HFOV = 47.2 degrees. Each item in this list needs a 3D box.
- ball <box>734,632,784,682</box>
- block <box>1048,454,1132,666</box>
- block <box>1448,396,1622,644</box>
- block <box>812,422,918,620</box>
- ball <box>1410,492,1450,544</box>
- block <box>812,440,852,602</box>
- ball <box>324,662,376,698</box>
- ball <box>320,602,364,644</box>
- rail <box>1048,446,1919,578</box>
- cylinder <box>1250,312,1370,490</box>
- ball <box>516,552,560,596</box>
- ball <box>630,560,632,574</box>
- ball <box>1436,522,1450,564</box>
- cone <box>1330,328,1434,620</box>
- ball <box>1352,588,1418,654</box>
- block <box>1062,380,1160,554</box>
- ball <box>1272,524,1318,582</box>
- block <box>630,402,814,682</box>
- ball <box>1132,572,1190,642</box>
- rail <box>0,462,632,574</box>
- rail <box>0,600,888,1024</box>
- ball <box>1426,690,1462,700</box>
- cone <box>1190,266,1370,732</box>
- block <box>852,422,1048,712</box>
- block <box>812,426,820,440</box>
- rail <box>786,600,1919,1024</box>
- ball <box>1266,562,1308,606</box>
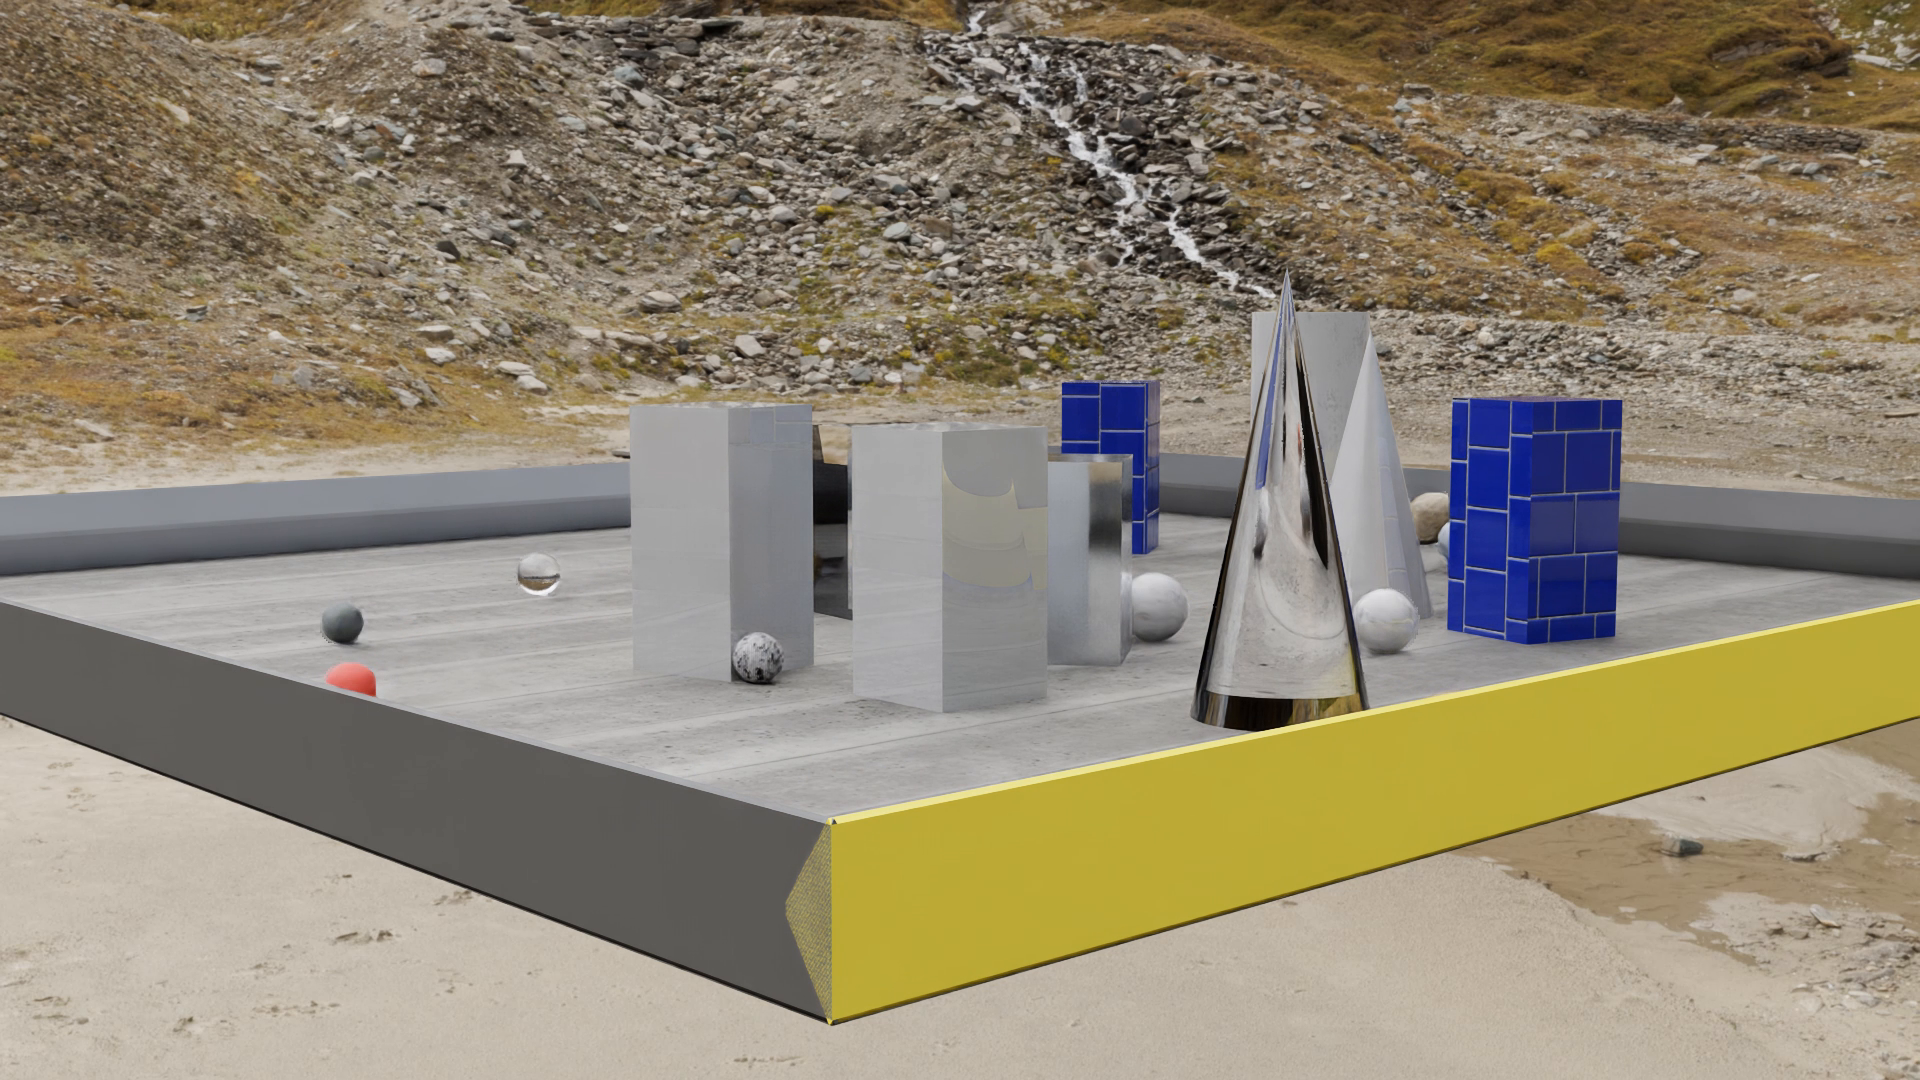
[{"bbox_3d":[-0.241,0.141,2.642,0.061,0.061,0.061,0,6,0],"label":"ball"},{"bbox_3d":[0.136,0.022,2.841,0.160,0.257,0.160,1,6,9],"label":"block"},{"bbox_3d":[0.792,-0.032,3.037,0.160,0.325,0.160,-3,7,-28],"label":"block"},{"bbox_3d":[-0.108,-0.029,3.232,0.160,0.278,0.160,-4,7,-34],"label":"block"},{"bbox_3d":[0.909,-0.043,4.226,0.100,0.100,0.100,0,6,0],"label":"ball"},{"bbox_3d":[-0.243,-0.033,3.452,0.160,0.240,0.160,2,6,16],"label":"block"},{"bbox_3d":[-0.678,0.164,2.446,0.056,0.056,0.056,0,6,0],"label":"ball"},{"bbox_3d":[-0.830,0.112,2.955,0.055,0.055,0.055,0,6,0],"label":"ball"},{"bbox_3d":[1.010,-0.063,4.259,0.045,0.130,2.796,-5,8,-42],"label":"rail"},{"bbox_3d":[0.597,-0.168,3.767,0.200,0.443,0.200,0,6,0],"label":"cylinder"},{"bbox_3d":[-0.661,0.054,3.452,0.068,0.068,0.068,0,6,0],"label":"ball"},{"bbox_3d":[-0.473,0.043,3.450,0.089,0.089,0.089,0,6,0],"label":"ball"},{"bbox_3d":[0.871,0.006,3.812,0.088,0.088,0.088,0,6,0],"label":"ball"},{"bbox_3d":[0.602,-0.102,3.242,0.200,0.420,0.200,0,6,0],"label":"cone"},{"bbox_3d":[0.553,0.106,2.868,0.084,0.084,0.084,0,6,0],"label":"ball"},{"bbox_3d":[0.283,-0.139,4.118,0.160,0.314,0.160,1,6,13],"label":"block"},{"bbox_3d":[0.562,0.022,3.629,0.094,0.094,0.094,0,6,0],"label":"ball"},{"bbox_3d":[-0.296,-0.004,2.743,0.160,0.329,0.160,4,7,35],"label":"block"},{"bbox_3d":[0.263,0.091,2.972,0.093,0.093,0.093,0,6,0],"label":"ball"},{"bbox_3d":[-0.932,-0.071,4.336,2.797,0.130,0.045,-5,8,-42],"label":"rail"},{"bbox_3d":[-1.010,0.130,2.405,0.045,0.130,2.796,-5,8,-42],"label":"rail"},{"bbox_3d":[0.464,0.187,2.064,0.090,0.090,0.090,0,6,0],"label":"ball"},{"bbox_3d":[0.353,-0.051,2.402,0.200,0.493,0.200,0,6,0],"label":"cone"},{"bbox_3d":[-0.012,0.025,2.541,0.160,0.313,0.160,-5,8,-41],"label":"block"},{"bbox_3d":[-0.357,-0.076,3.832,0.160,0.246,0.160,5,8,39],"label":"block"},{"bbox_3d":[0.932,0.138,2.327,2.797,0.130,0.045,-5,8,-42],"label":"rail"},{"bbox_3d":[0.496,0.067,3.333,0.066,0.066,0.066,0,6,0],"label":"ball"}]
